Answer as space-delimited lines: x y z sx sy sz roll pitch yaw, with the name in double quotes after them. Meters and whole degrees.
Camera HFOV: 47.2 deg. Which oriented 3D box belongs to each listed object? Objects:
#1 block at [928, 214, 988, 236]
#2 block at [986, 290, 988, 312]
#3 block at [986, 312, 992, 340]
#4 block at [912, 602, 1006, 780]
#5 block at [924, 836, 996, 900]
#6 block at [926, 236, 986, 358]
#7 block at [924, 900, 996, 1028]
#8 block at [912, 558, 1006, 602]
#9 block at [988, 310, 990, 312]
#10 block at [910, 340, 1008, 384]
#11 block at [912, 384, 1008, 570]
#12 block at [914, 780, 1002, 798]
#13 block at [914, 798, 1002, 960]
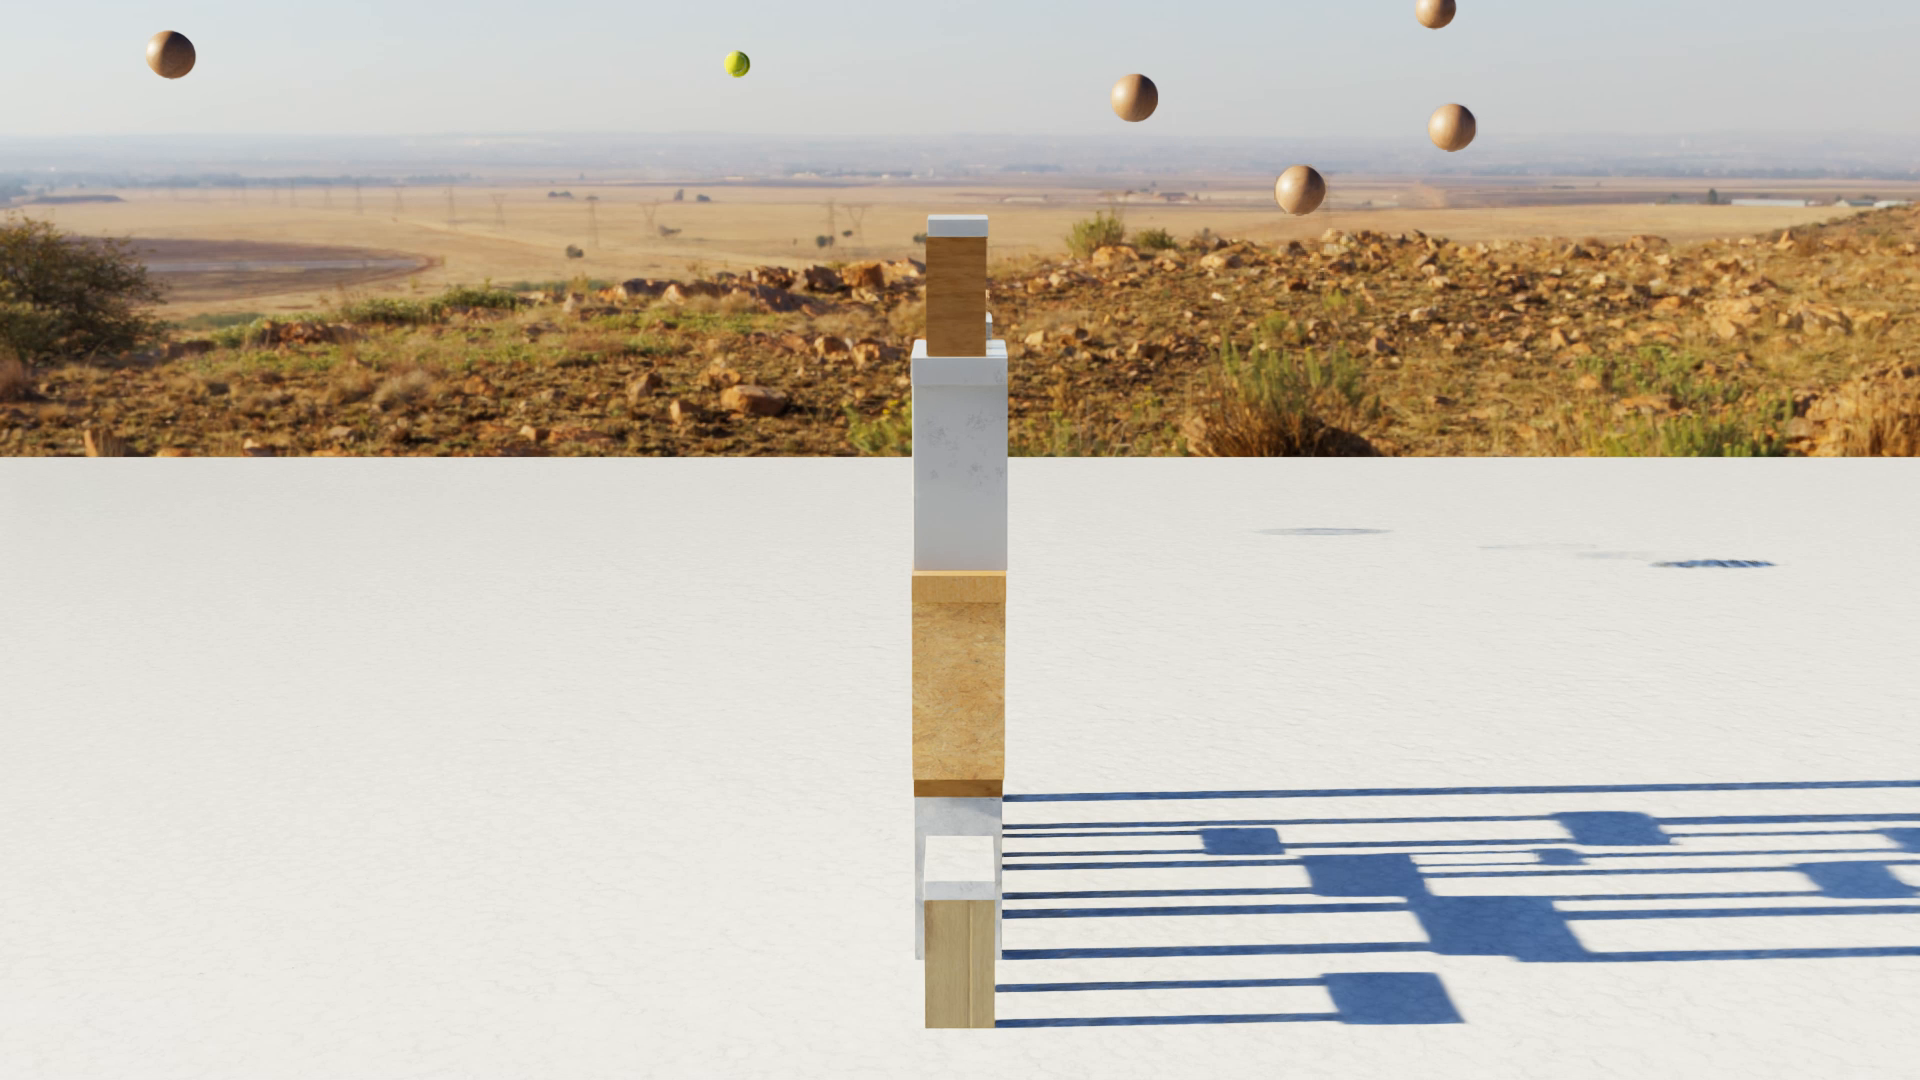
-0.003 -0.454 3.170 0.086 0.024 0.171 0 11 0 "block"
0.003 -0.411 3.783 0.091 0.026 0.183 0 11 0 "block"
0.004 -0.340 3.488 0.092 0.026 0.184 0 11 0 "block"
-0.002 0.216 3.252 0.137 0.274 0.039 0 11 0 "block"
0.000 0.469 3.157 0.099 0.028 0.198 0 11 0 "block"
-0.005 -0.347 3.132 0.086 0.171 0.024 0 11 0 "block"
0.000 0.593 3.112 0.099 0.198 0.028 0 11 0 "block"
-0.002 0.046 3.314 0.137 0.039 0.275 0 11 0 "block"
0.004 -0.210 3.759 0.091 0.360 0.026 0 11 0 "block"
0.000 -0.265 3.266 0.138 0.039 0.275 0 11 0 "block"
0.000 -0.094 3.205 0.138 0.275 0.039 0 11 0 "block"
-0.003 0.343 3.428 0.134 0.038 0.268 0 11 0 "block"
-0.003 0.509 3.368 0.134 0.268 0.038 0 11 0 "block"
